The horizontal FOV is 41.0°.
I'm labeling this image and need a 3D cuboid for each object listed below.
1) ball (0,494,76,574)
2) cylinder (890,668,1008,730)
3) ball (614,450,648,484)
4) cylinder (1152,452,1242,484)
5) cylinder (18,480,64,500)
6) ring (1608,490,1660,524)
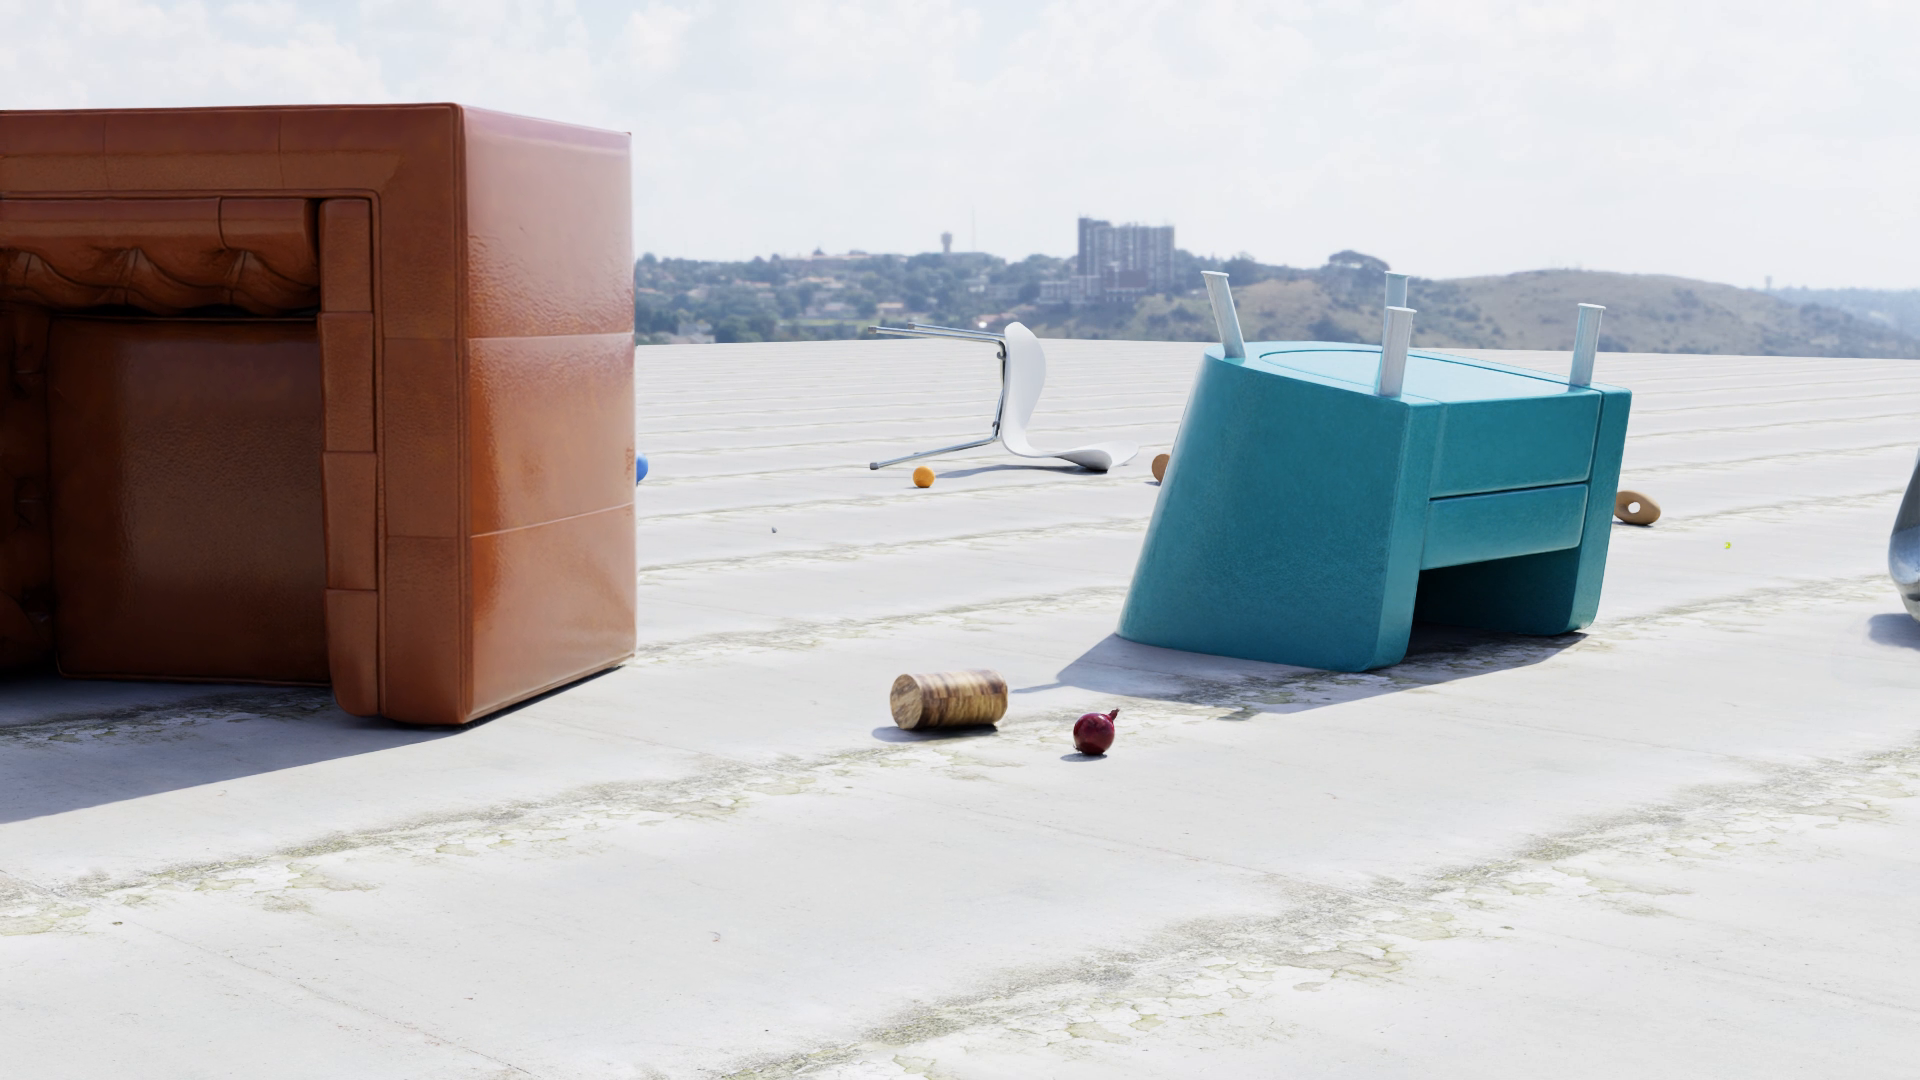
[{"bbox_3d":[-2.047,-0.013,5.677,0.176,0.176,0.176,0,6,0],"label":"ball"},{"bbox_3d":[-0.017,0.232,3.749,0.137,0.081,0.120,-3,-6,-24],"label":"cylinder"},{"bbox_3d":[-1.045,-0.235,8.157,0.109,0.109,0.109,0,6,0],"label":"ball"},{"bbox_3d":[0.754,-0.230,8.185,0.217,0.094,0.235,-2,4,-16],"label":"cylinder"},{"bbox_3d":[-2.668,-0.138,7.449,0.116,0.062,0.061,3,5,-11],"label":"cylinder"},{"bbox_3d":[1.798,-0.086,6.842,0.045,0.089,0.221,19,4,-21],"label":"ring"}]
